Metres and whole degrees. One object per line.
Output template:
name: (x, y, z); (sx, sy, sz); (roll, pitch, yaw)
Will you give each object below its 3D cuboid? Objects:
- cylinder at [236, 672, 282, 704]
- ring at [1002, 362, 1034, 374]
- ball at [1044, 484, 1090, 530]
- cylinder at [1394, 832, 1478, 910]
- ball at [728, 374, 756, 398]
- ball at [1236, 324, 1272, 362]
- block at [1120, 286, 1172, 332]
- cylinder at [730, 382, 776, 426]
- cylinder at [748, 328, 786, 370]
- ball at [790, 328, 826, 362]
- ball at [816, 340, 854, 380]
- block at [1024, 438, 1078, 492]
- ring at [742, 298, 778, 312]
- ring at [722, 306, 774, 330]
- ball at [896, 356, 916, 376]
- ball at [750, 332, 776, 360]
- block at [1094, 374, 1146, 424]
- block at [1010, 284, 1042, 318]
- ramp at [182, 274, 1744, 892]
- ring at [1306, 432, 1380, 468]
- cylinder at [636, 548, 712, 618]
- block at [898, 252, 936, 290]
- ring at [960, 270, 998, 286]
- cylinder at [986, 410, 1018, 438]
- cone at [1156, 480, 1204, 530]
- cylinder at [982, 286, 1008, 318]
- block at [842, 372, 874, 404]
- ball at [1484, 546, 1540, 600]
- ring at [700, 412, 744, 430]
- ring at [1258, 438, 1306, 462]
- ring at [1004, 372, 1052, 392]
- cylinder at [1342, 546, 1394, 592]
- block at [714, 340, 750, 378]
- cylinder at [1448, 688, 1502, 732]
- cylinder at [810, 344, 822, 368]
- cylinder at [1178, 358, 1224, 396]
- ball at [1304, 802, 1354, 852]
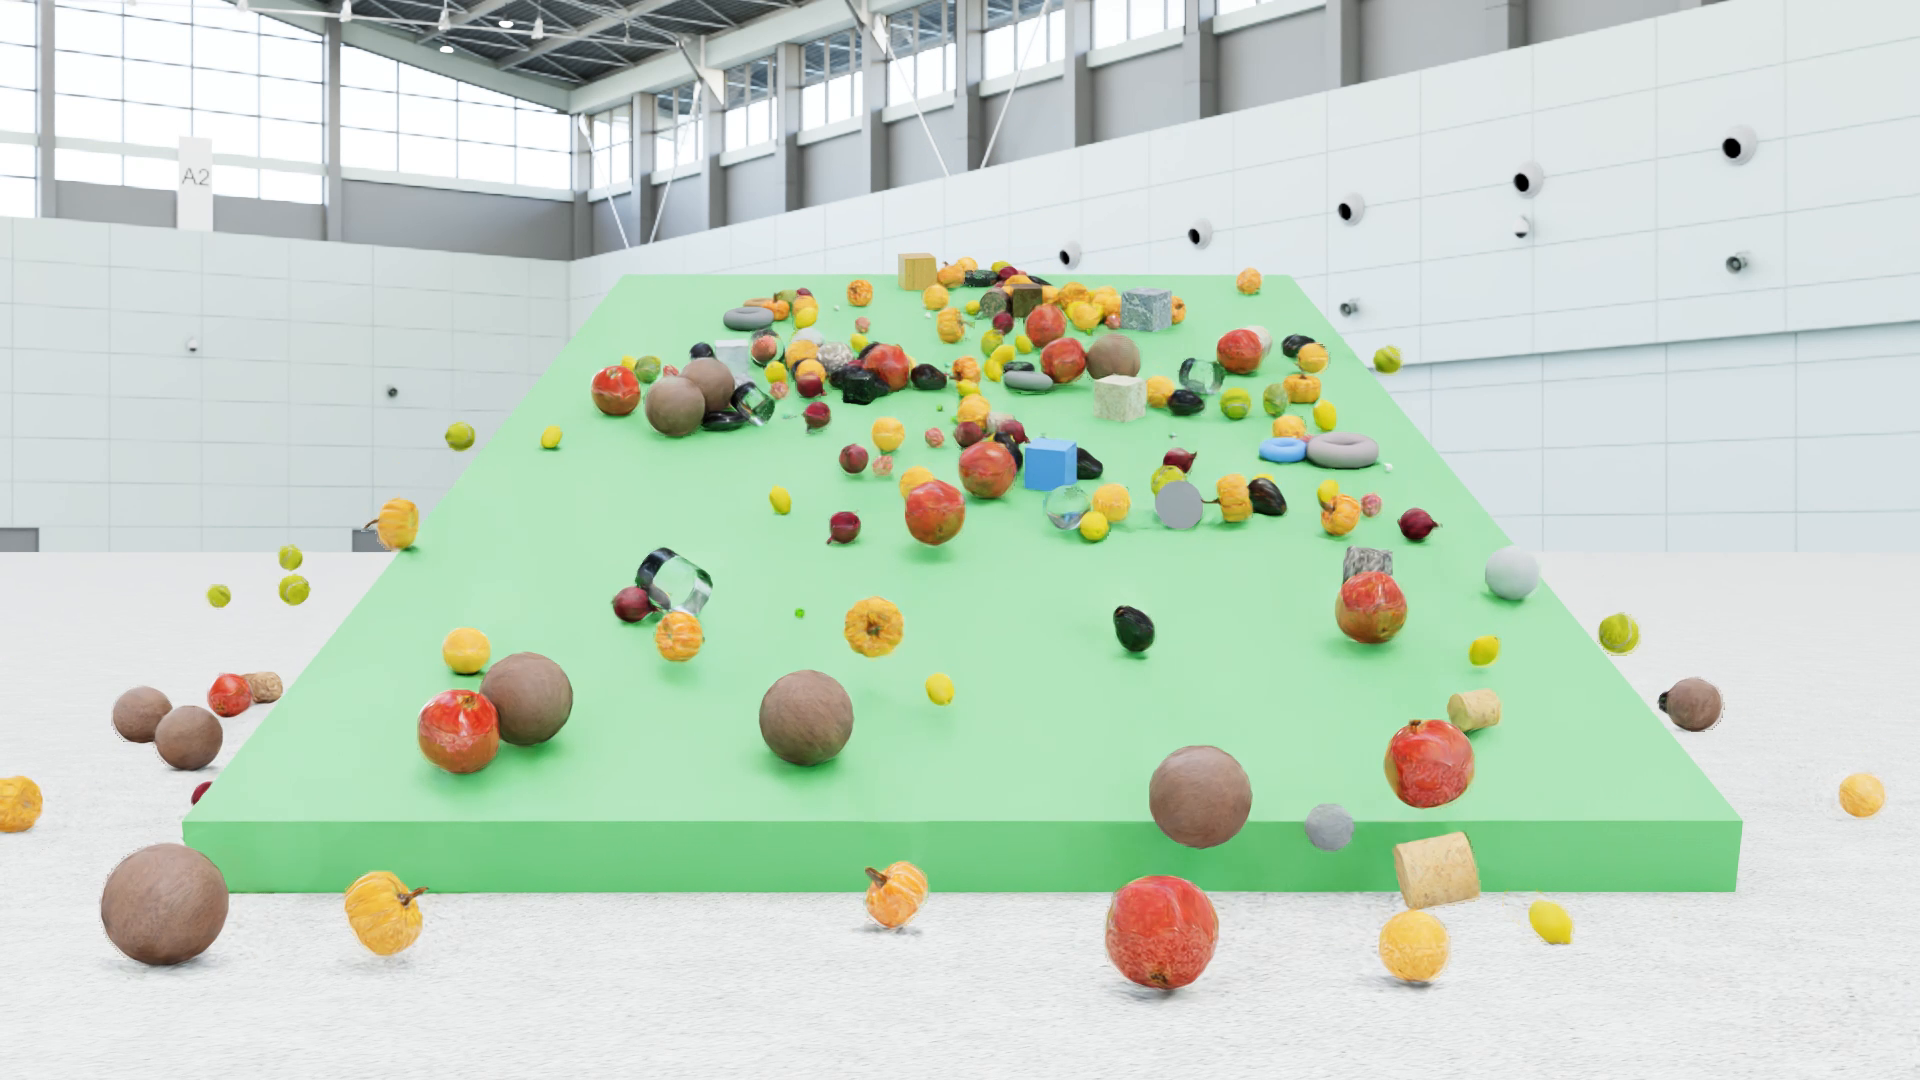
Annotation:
cylinder: (-1.987, 0.420, 6.293); (0.089, 0.089, 0.089); (0, 0, 27)
ring: (0.141, -0.413, 5.353); (0.079, 0.026, 0.079); (-1, 17, 0)
ball: (0.198, -0.060, 4.087); (0.084, 0.084, 0.084); (0, 0, 0)
cylinder: (0.560, 0.390, 2.613); (0.079, 0.079, 0.079); (-12, 0, 0)
ball: (-0.495, -0.344, 5.052); (0.067, 0.067, 0.067); (0, 0, 0)
ball: (0.727, -0.486, 5.484); (0.092, 0.092, 0.092); (0, 0, 0)
block: (0.494, -0.611, 5.886); (0.098, 0.098, 0.098); (11, 20, 33)
cylinder: (-0.453, -0.297, 4.855); (0.070, 0.070, 0.070); (41, 24, 30)
cylinder: (-0.473, -0.467, 5.429); (0.085, 0.085, 0.085); (0, 17, -10)
ball: (-0.374, -0.480, 5.471); (0.085, 0.085, 0.085); (0, 0, 0)
ball: (-0.298, -0.428, 5.288); (0.092, 0.092, 0.092); (0, 0, 0)
block: (0.179, -0.148, 4.377); (0.084, 0.084, 0.084); (6, 18, 17)
ring: (-0.548, -0.644, 6.104); (0.098, 0.033, 0.098); (-1, 17, 0)
ring: (-0.561, -0.588, 5.895); (0.137, 0.046, 0.137); (-1, 18, 0)
ball: (-0.129, -0.418, 5.326); (0.051, 0.051, 0.051); (0, 0, 0)
ball: (-0.489, -0.480, 5.503); (0.067, 0.067, 0.067); (0, 0, 0)
block: (0.355, -0.314, 4.926); (0.084, 0.084, 0.084); (12, 20, 34)
block: (0.180, -0.652, 6.048); (0.080, 0.080, 0.080); (-2, 17, -6)
ramp: (-0.003, -0.171, 4.771); (2.000, 0.100, 4.000); (0, 17, 0)
ring: (0.785, -0.184, 4.559); (0.150, 0.050, 0.150); (-1, 18, 0)
cylinder: (-0.465, 0.070, 3.609); (0.088, 0.088, 0.088); (29, 17, 34)
block: (-0.125, -0.781, 6.454); (0.092, 0.092, 0.092); (-4, 17, -14)
ring: (0.057, -0.767, 6.502); (0.116, 0.039, 0.116); (0, 16, 0)
cylinder: (0.089, -0.248, 4.760); (0.052, 0.052, 0.052); (-18, -7, 20)
cone: (0.398, -0.057, 4.149); (0.093, 0.093, 0.093); (0, -10, -11)
cylinder: (0.095, -0.646, 6.043); (0.073, 0.073, 0.073); (0, 26, 3)
block: (-0.231, -0.345, 5.070); (0.060, 0.060, 0.060); (3, 17, 10)
ball: (0.920, 0.055, 3.699); (0.090, 0.090, 0.090); (0, 0, 0)
ring: (-0.518, -0.260, 4.830); (0.098, 0.033, 0.098); (-1, 12, 0)
ring: (0.668, -0.186, 4.590); (0.102, 0.034, 0.102); (-2, 20, 1)
ring: (0.159, -0.370, 5.178); (0.115, 0.038, 0.115); (5, 9, -1)
cylinder: (0.690, 0.048, 3.755); (0.070, 0.070, 0.070); (7, 3, 24)
block: (-0.548, -0.436, 5.339); (0.077, 0.077, 0.077); (-2, 17, -8)
cylinder: (0.724, 0.239, 3.126); (0.053, 0.053, 0.053); (-9, 3, -19)
cylinder: (-0.330, -0.450, 5.418); (0.057, 0.057, 0.057); (-7, 2, -19)
cylinder: (0.562, -0.381, 5.162); (0.076, 0.076, 0.076); (0, 14, -45)
ball: (0.460, 0.357, 2.761); (0.061, 0.061, 0.061); (0, 0, 0)
